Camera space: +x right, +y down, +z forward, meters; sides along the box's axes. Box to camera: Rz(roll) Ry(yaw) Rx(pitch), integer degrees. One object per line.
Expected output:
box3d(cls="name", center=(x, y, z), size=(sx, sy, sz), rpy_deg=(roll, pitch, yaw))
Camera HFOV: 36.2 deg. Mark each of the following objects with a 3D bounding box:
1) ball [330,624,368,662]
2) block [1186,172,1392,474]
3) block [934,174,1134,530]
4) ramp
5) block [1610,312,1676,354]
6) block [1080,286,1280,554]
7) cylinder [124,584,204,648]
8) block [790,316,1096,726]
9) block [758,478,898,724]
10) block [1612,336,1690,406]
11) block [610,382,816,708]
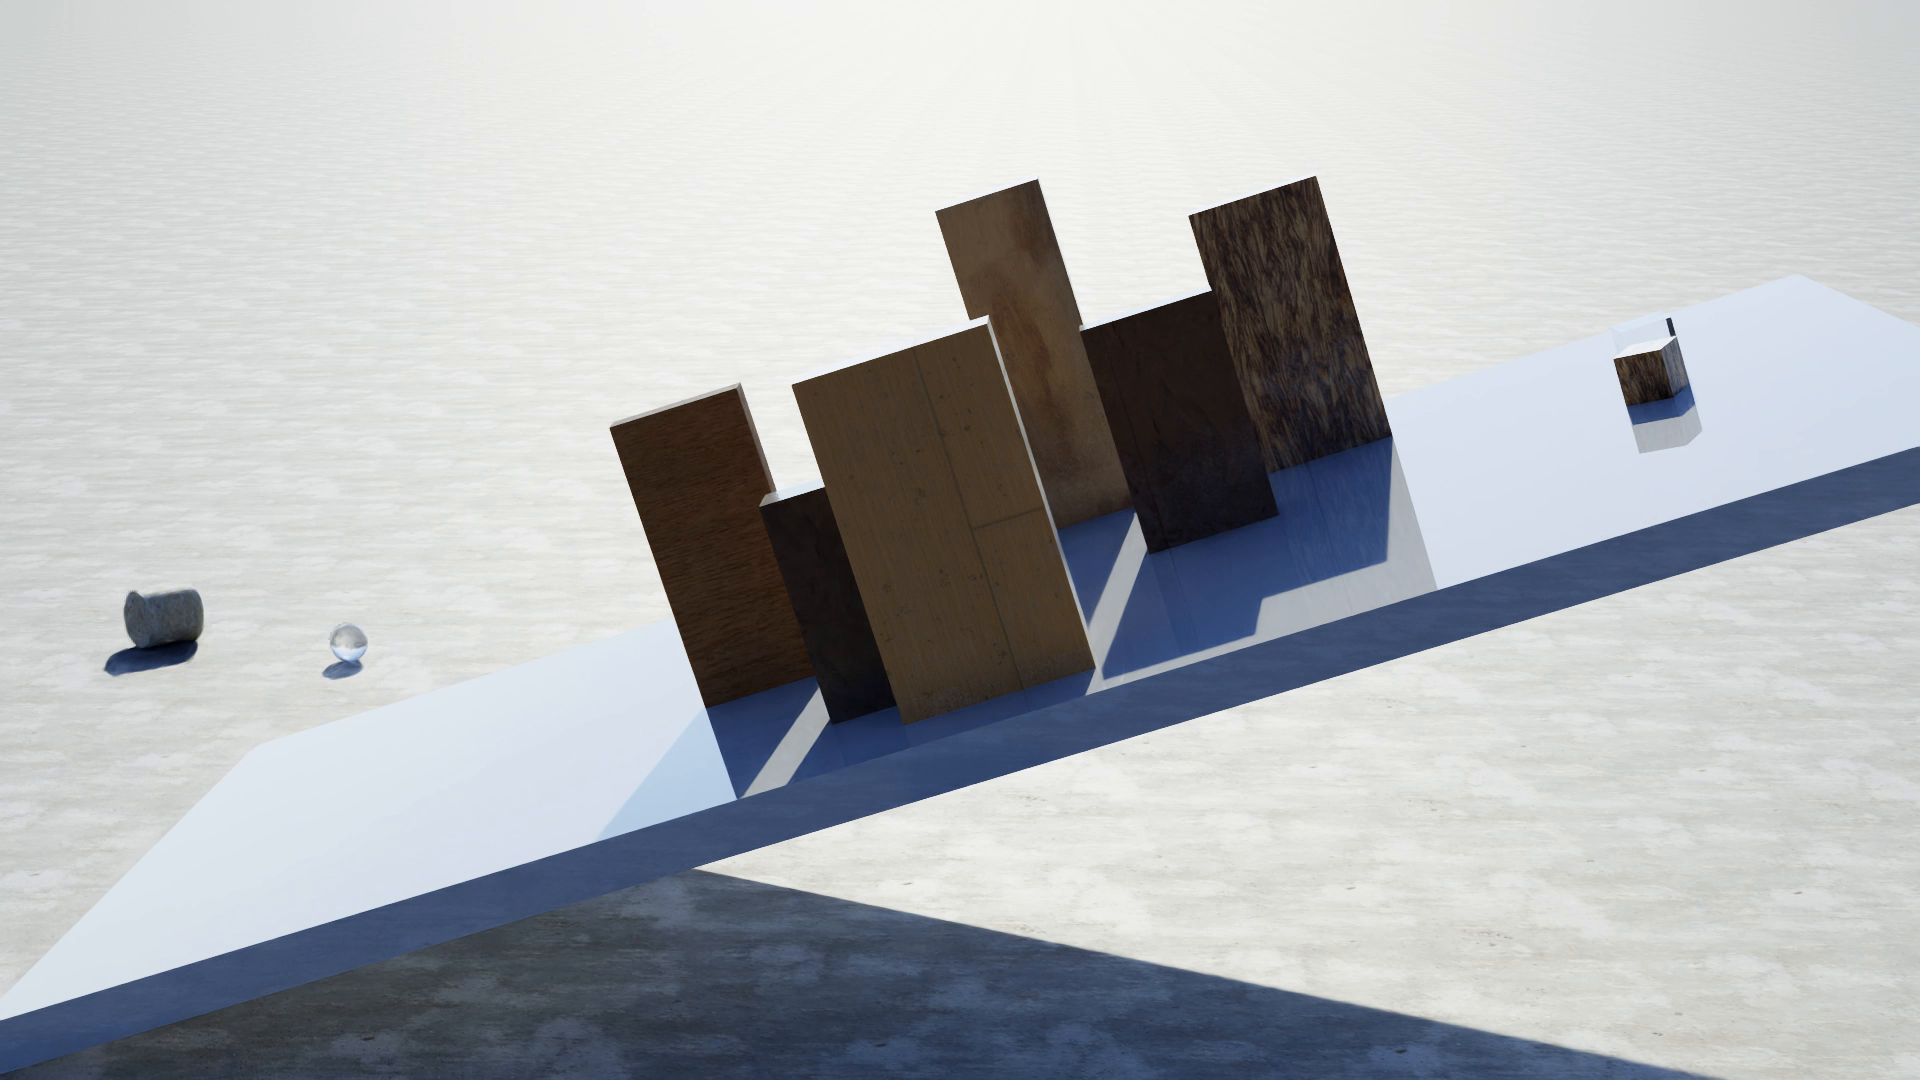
box3d(cls="ball", center=(-1.813, 0.305, 8.735), size=(0.113, 0.113, 0.113), rpy_deg=(0, 11, 0))
box3d(cls="block", center=(0.754, -0.494, 6.727), size=(0.301, 0.622, 0.081), rpy_deg=(-17, 10, 5))
box3d(cls="block", center=(0.183, -0.431, 6.882), size=(0.249, 0.797, 0.121), rpy_deg=(-17, 10, 5))
box3d(cls="ramp", center=(0.099, 0.183, 6.312), size=(4.000, 0.100, 2.000), rpy_deg=(-17, 10, 5))
box3d(cls="block", center=(1.520, -0.429, 6.508), size=(0.114, 0.114, 0.114), rpy_deg=(-17, 10, 4))
box3d(cls="block", center=(0.469, -0.256, 6.295), size=(0.290, 0.505, 0.092), rpy_deg=(-17, 10, 5))
box3d(cls="cylinder", center=(-2.421, 0.230, 8.947), size=(0.175, 0.175, 0.175), rpy_deg=(-10, 15, -41))
box3d(cls="block", center=(-0.026, -0.035, 5.497), size=(0.377, 0.676, 0.119), rpy_deg=(-17, 10, 5))
box3d(cls="block", center=(-0.187, 0.096, 5.713), size=(0.266, 0.451, 0.129), rpy_deg=(-17, 10, 5))
box3d(cls="block", center=(1.469, -0.359, 6.248), size=(0.107, 0.107, 0.107), rpy_deg=(-11, 13, 35))
box3d(cls="block", center=(-0.498, 0.013, 6.180), size=(0.280, 0.629, 0.084), rpy_deg=(-17, 10, 5))
